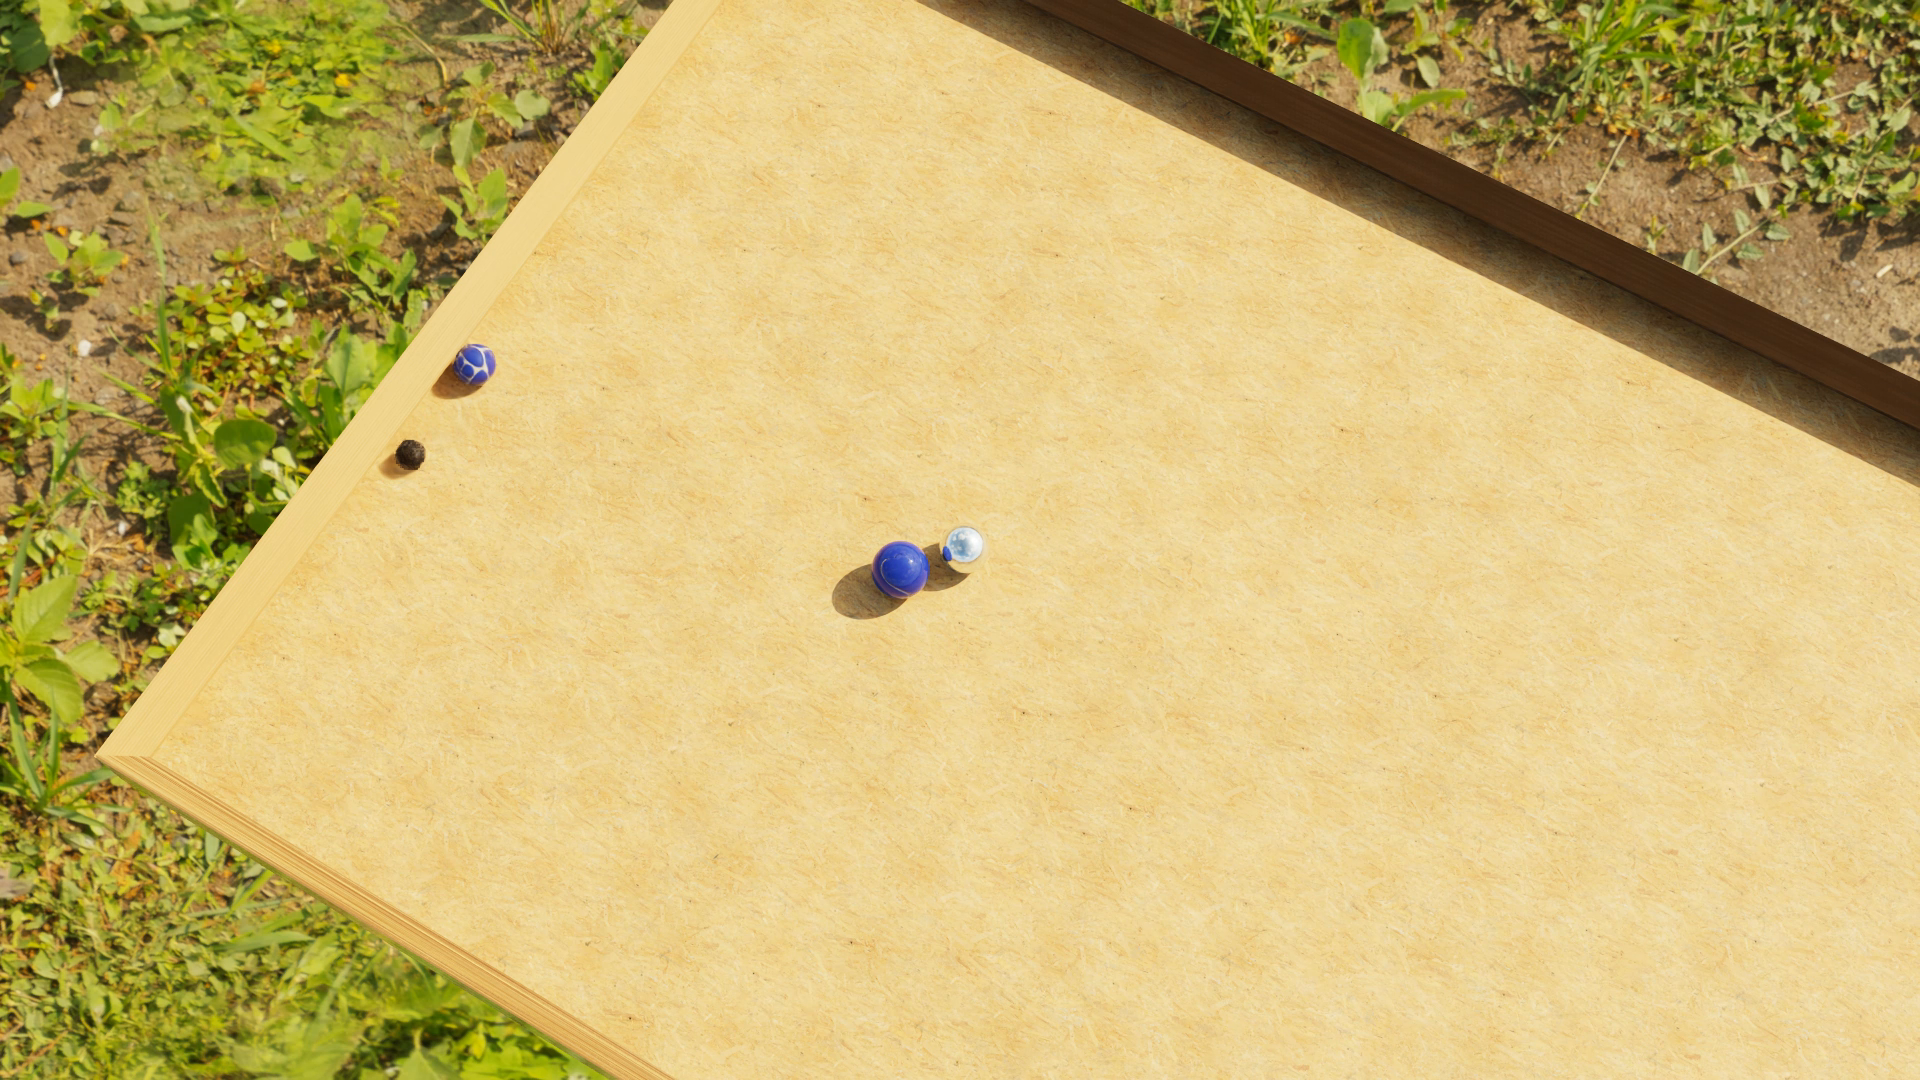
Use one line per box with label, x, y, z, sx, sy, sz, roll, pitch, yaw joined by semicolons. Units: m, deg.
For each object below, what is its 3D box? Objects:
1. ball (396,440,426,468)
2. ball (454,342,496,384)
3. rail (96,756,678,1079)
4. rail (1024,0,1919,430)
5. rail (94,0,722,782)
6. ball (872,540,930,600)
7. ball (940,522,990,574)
ball;-0.893;-0.140;3.578;0.048;0.048;0.048;0;67;0
ball;-0.800;-0.291;3.631;0.069;0.069;0.069;0;67;0
rail;0.312;1.184;2.982;3.689;0.120;0.045;28;70;11
rail;1.281;-0.346;3.625;3.689;0.120;0.045;28;70;11
rail;-0.776;-0.427;3.659;0.045;0.120;1.968;28;70;11
ball;-0.094;0.047;3.476;0.093;0.093;0.093;0;67;0
ball;0.007;0.013;3.496;0.081;0.081;0.081;0;67;0
